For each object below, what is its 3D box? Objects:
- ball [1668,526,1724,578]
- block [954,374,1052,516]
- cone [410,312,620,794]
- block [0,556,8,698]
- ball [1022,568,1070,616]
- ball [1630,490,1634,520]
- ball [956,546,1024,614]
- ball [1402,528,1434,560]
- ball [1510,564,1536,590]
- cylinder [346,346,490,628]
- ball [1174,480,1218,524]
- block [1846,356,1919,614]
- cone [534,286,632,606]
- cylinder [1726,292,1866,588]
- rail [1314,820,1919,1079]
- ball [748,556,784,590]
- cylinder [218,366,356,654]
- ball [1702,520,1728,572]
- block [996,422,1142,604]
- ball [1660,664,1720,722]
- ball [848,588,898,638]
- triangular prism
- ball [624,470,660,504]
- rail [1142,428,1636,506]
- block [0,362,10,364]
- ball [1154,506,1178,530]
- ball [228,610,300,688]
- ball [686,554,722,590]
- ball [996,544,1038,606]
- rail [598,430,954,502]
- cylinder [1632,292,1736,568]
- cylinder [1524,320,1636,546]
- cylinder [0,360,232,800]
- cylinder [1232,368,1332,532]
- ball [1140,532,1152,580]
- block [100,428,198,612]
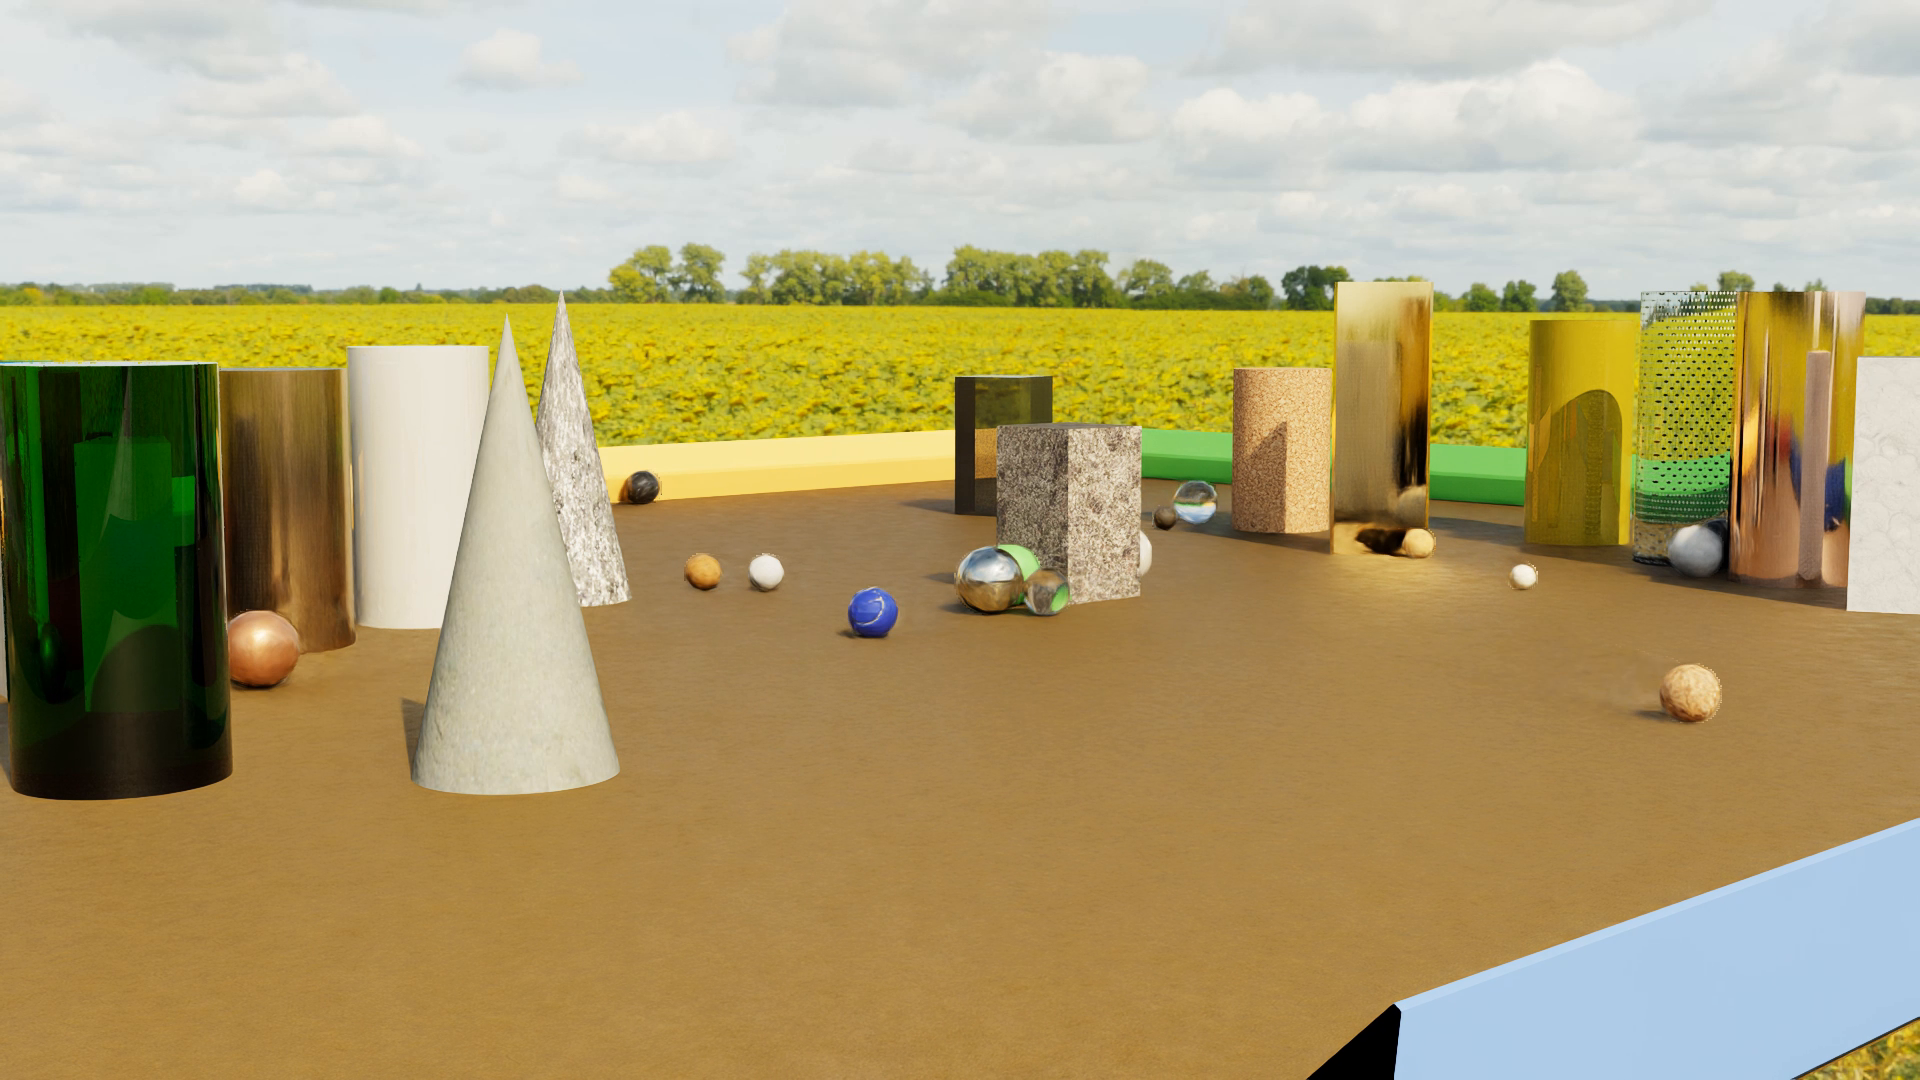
[{"bbox_3d":[1.231,0.019,3.680,0.088,0.088,0.088,0,6,0],"label":"ball"},{"bbox_3d":[0.097,-0.209,4.837,0.159,0.302,0.159,3,7,29],"label":"block"},{"bbox_3d":[-0.429,0.004,2.106,0.199,0.443,0.199,0,6,0],"label":"cone"},{"bbox_3d":[-1.017,0.032,2.542,0.159,0.299,0.159,-4,7,-35],"label":"block"},{"bbox_3d":[0.126,0.076,3.223,0.070,0.070,0.070,0,6,0],"label":"ball"},{"bbox_3d":[1.344,-0.072,4.520,0.094,0.094,0.094,0,6,0],"label":"ball"},{"bbox_3d":[0.044,0.059,3.240,0.099,0.099,0.099,0,6,0],"label":"ball"},{"bbox_3d":[0.824,0.007,3.956,0.055,0.055,0.055,0,6,0],"label":"ball"},{"bbox_3d":[0.901,0.060,3.518,0.040,0.040,0.040,0,6,0],"label":"ball"},{"bbox_3d":[-0.775,-0.081,3.167,0.199,0.394,0.199,0,6,0],"label":"cylinder"},{"bbox_3d":[0.495,-0.080,4.611,0.093,0.093,0.093,0,6,0],"label":"ball"},{"bbox_3d":[1.426,-0.086,3.301,0.159,0.376,0.159,2,6,23],"label":"block"},{"bbox_3d":[-0.610,-0.149,3.386,0.199,0.483,0.199,0,6,0],"label":"cone"},{"bbox_3d":[1.371,-0.169,3.612,0.199,0.475,0.199,0,6,0],"label":"cylinder"},{"bbox_3d":[1.241,0.173,1.994,4.230,0.129,0.045,-5,8,-42],"label":"rail"},{"bbox_3d":[-0.310,0.053,3.509,0.056,0.056,0.056,0,6,0],"label":"ball"},{"bbox_3d":[-0.913,-0.043,2.925,0.199,0.368,0.199,0,6,0],"label":"cylinder"},{"bbox_3d":[1.299,0.009,3.761,0.090,0.090,0.090,0,6,0],"label":"ball"},{"bbox_3d":[0.170,-0.045,3.437,0.159,0.267,0.159,-5,8,-42],"label":"block"},{"bbox_3d":[0.792,0.166,2.388,0.063,0.063,0.063,0,6,0],"label":"ball"},{"bbox_3d":[-0.119,0.099,3.004,0.069,0.069,0.069,0,6,0],"label":"ball"},{"bbox_3d":[0.776,-0.227,4.069,0.172,0.496,0.149,1,6,8],"label":"triangular prism"},{"bbox_3d":[-0.731,-0.121,5.064,0.080,0.080,0.080,0,6,0],"label":"ball"},{"bbox_3d":[1.537,-0.113,4.742,0.045,0.129,3.709,-5,8,-42],"label":"rail"},{"bbox_3d":[-1.327,-0.054,3.004,0.159,0.374,0.159,-2,6,-15],"label":"block"},{"bbox_3d":[0.419,-0.045,4.484,0.048,0.048,0.048,0,6,0],"label":"ball"},{"bbox_3d":[-0.829,0.129,2.601,0.093,0.093,0.093,0,6,0],"label":"ball"},{"bbox_3d":[-0.410,0.052,3.517,0.056,0.056,0.056,0,6,0],"label":"ball"},{"bbox_3d":[0.074,0.053,3.332,0.093,0.093,0.093,0,6,0],"label":"ball"},{"bbox_3d":[-1.241,-0.106,4.670,4.230,0.129,0.045,-5,8,-42],"label":"rail"},{"bbox_3d":[1.300,-0.199,3.887,0.199,0.478,0.199,0,6,0],"label":"cylinder"},{"bbox_3d":[1.199,-0.211,4.258,0.199,0.427,0.199,0,6,0],"label":"cylinder"},{"bbox_3d":[-0.801,0.031,2.085,0.199,0.395,0.199,0,6,0],"label":"cylinder"},{"bbox_3d":[0.658,-0.187,4.507,0.199,0.327,0.199,0,6,0],"label":"cylinder"},{"bbox_3d":[0.263,0.025,3.568,0.099,0.099,0.099,0,6,0],"label":"ball"},{"bbox_3d":[-1.209,-0.032,3.325,0.159,0.263,0.159,-2,6,-21],"label":"block"}]
